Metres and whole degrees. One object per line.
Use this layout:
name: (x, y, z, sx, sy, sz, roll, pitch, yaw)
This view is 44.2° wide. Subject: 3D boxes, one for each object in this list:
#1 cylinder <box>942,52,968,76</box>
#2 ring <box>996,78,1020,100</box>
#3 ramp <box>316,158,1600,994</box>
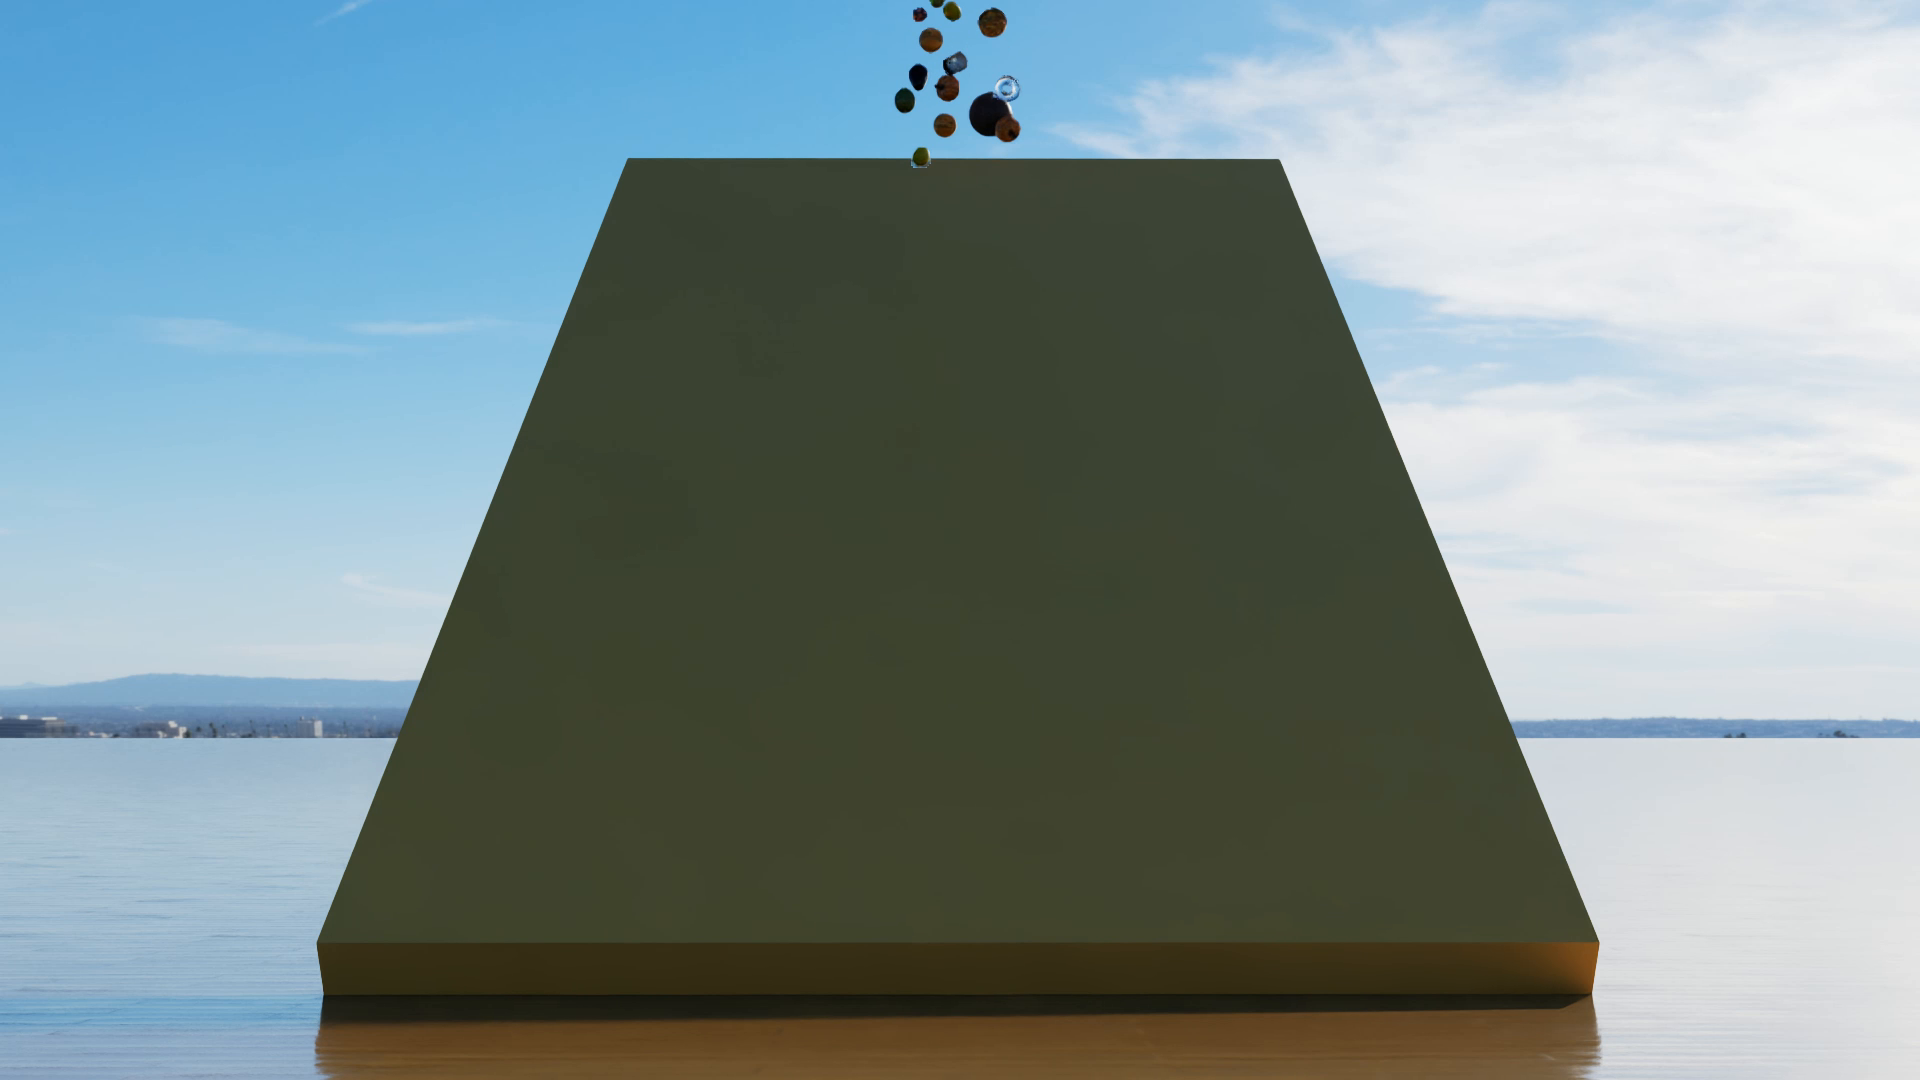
cylinder: (-0.014, -1.398, 6.947, 0.053, 0.053, 0.053, -19, -15, 35)
ring: (0.137, -1.293, 6.781, 0.076, 0.076, 0.025, 2, -34, -25)
ramp: (-0.010, -0.227, 5.496, 2.000, 0.100, 4.000, 0, 27, 0)
